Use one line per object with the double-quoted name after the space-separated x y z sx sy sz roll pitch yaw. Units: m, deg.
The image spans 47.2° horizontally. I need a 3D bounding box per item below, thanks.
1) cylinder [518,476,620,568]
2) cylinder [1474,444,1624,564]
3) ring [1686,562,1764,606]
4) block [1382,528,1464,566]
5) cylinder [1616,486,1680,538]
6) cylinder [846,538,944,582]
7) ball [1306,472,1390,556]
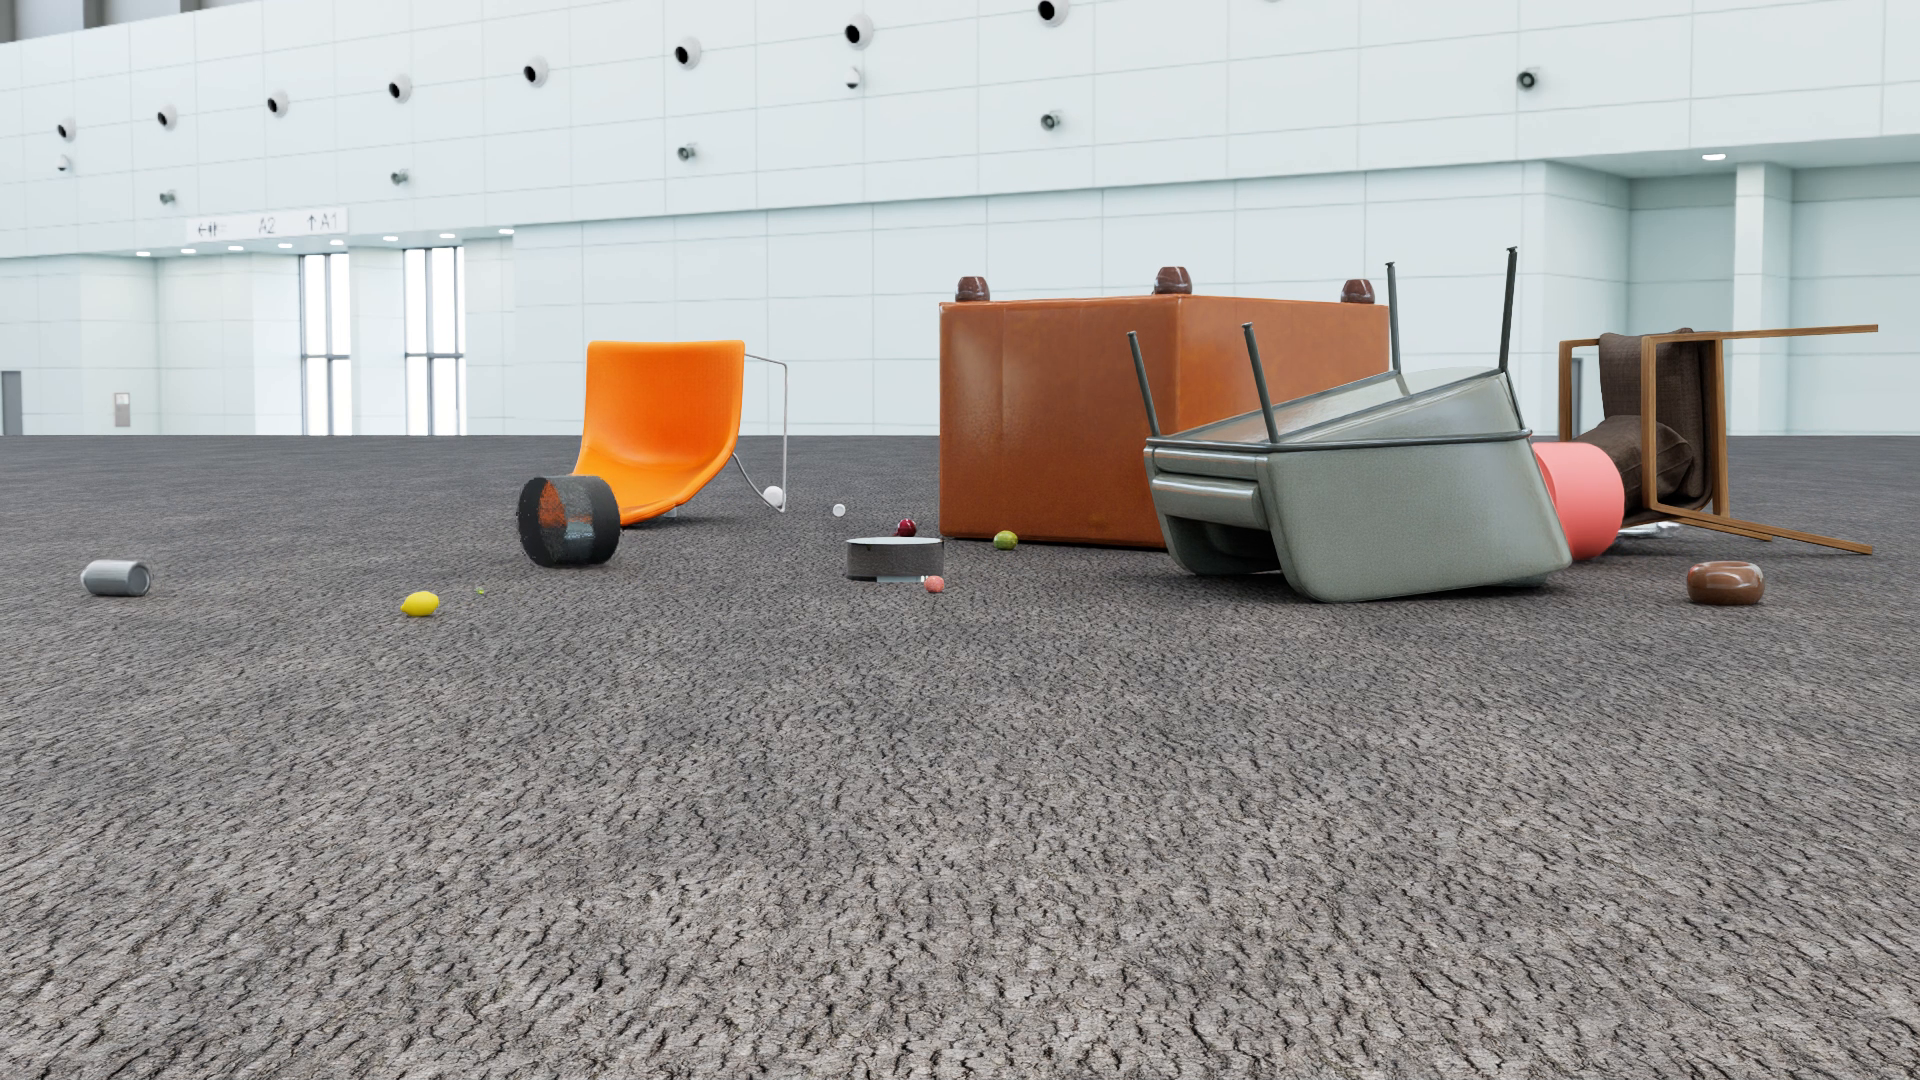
-0.996 -0.049 5.593 0.160 0.235 0.220 -4 -39 -42 "cylinder"
1.530 -0.097 5.725 0.234 0.307 0.306 -2 47 -29 "cylinder"
1.610 0.092 4.627 0.157 0.082 0.213 0 5 21 "ring"
1.193 0.017 5.674 0.178 0.086 0.113 2 5 31 "block"
2.038 -0.088 6.716 0.252 0.152 0.232 3 9 36 "cylinder"
-0.154 0.046 5.229 0.232 0.089 0.236 3 5 35 "cylinder"
1.051 -0.072 5.950 0.226 0.226 0.226 0 4 0 "ball"
